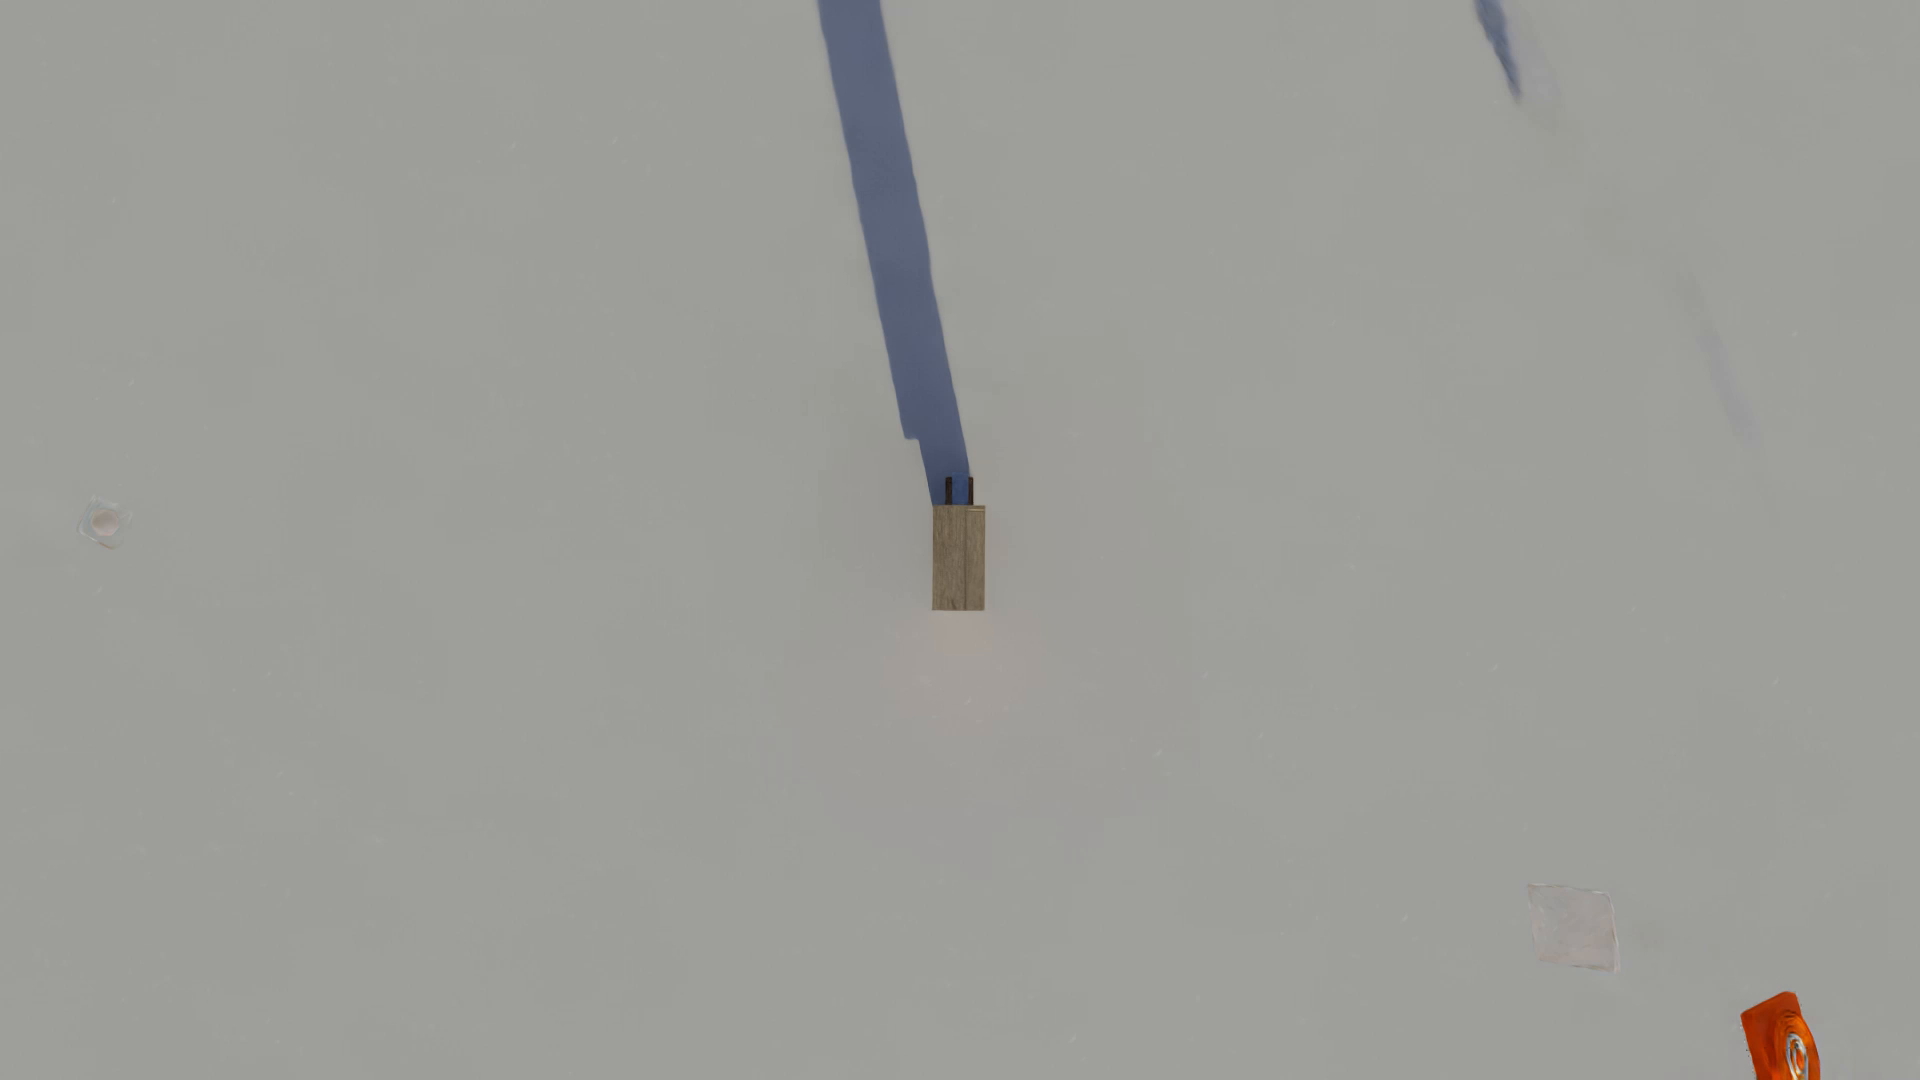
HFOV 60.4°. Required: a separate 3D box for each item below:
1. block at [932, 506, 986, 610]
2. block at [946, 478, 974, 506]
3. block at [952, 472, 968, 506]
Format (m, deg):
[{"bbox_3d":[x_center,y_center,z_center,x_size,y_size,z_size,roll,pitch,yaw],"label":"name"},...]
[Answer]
[{"bbox_3d":[-0.003,0.053,4.958,0.158,0.045,0.315,0,90,0],"label":"block"},{"bbox_3d":[-0.002,-0.113,5.308,0.090,0.025,0.179,0,90,0],"label":"block"},{"bbox_3d":[0.001,-0.160,5.185,0.052,0.015,0.104,0,90,0],"label":"block"}]
